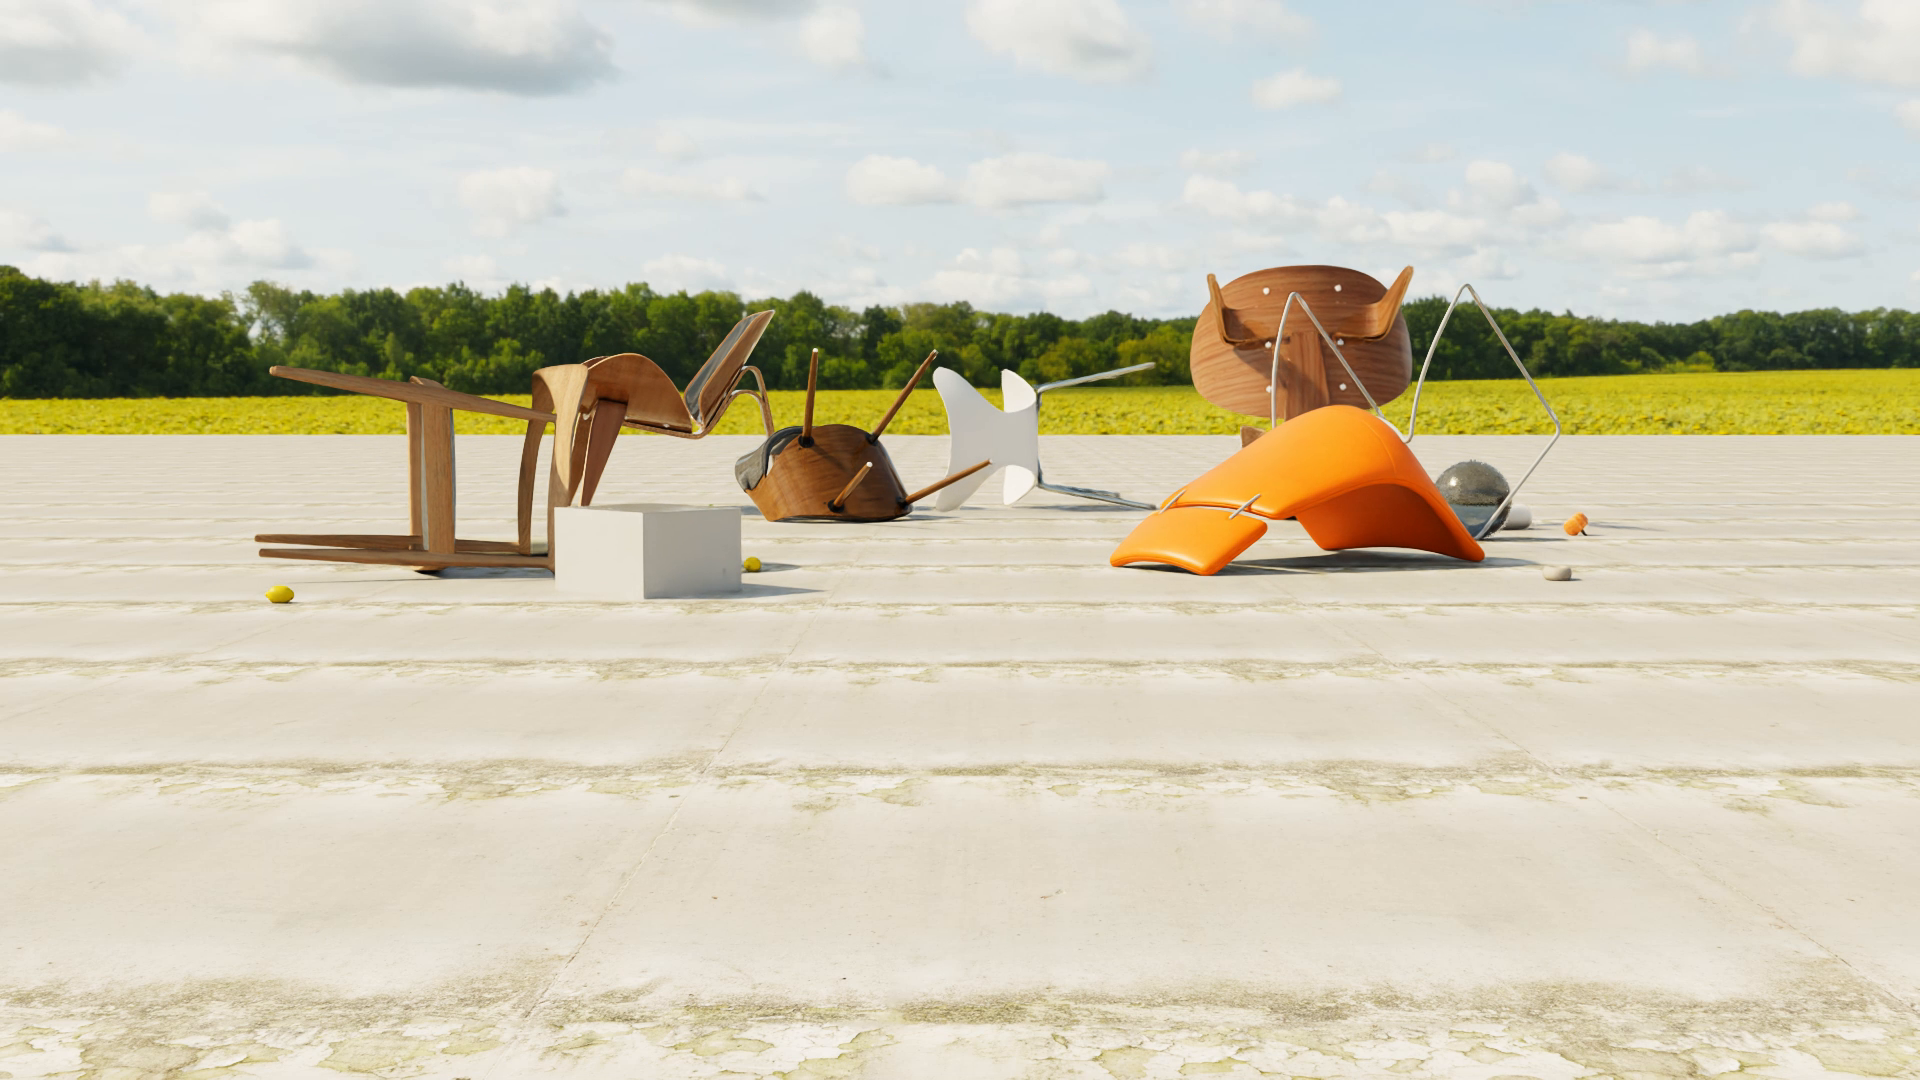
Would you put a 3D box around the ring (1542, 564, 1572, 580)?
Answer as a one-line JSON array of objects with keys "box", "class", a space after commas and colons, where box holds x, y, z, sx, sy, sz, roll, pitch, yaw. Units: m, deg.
[{"box": [1.409, 0.077, 5.189, 0.067, 0.032, 0.111, 2, 5, 14], "class": "ring"}]

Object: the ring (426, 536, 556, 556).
[{"box": [-1.249, 0.018, 5.935, 0.387, 0.048, 0.168, -1, 3, -3], "class": "ring"}]

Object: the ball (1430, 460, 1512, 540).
[{"box": [1.526, -0.119, 6.559, 0.236, 0.236, 0.236, 0, 4, 0], "class": "ball"}]

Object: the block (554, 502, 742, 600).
[{"box": [-0.694, 0.021, 4.895, 0.315, 0.185, 0.275, 4, 5, 44], "class": "block"}]
